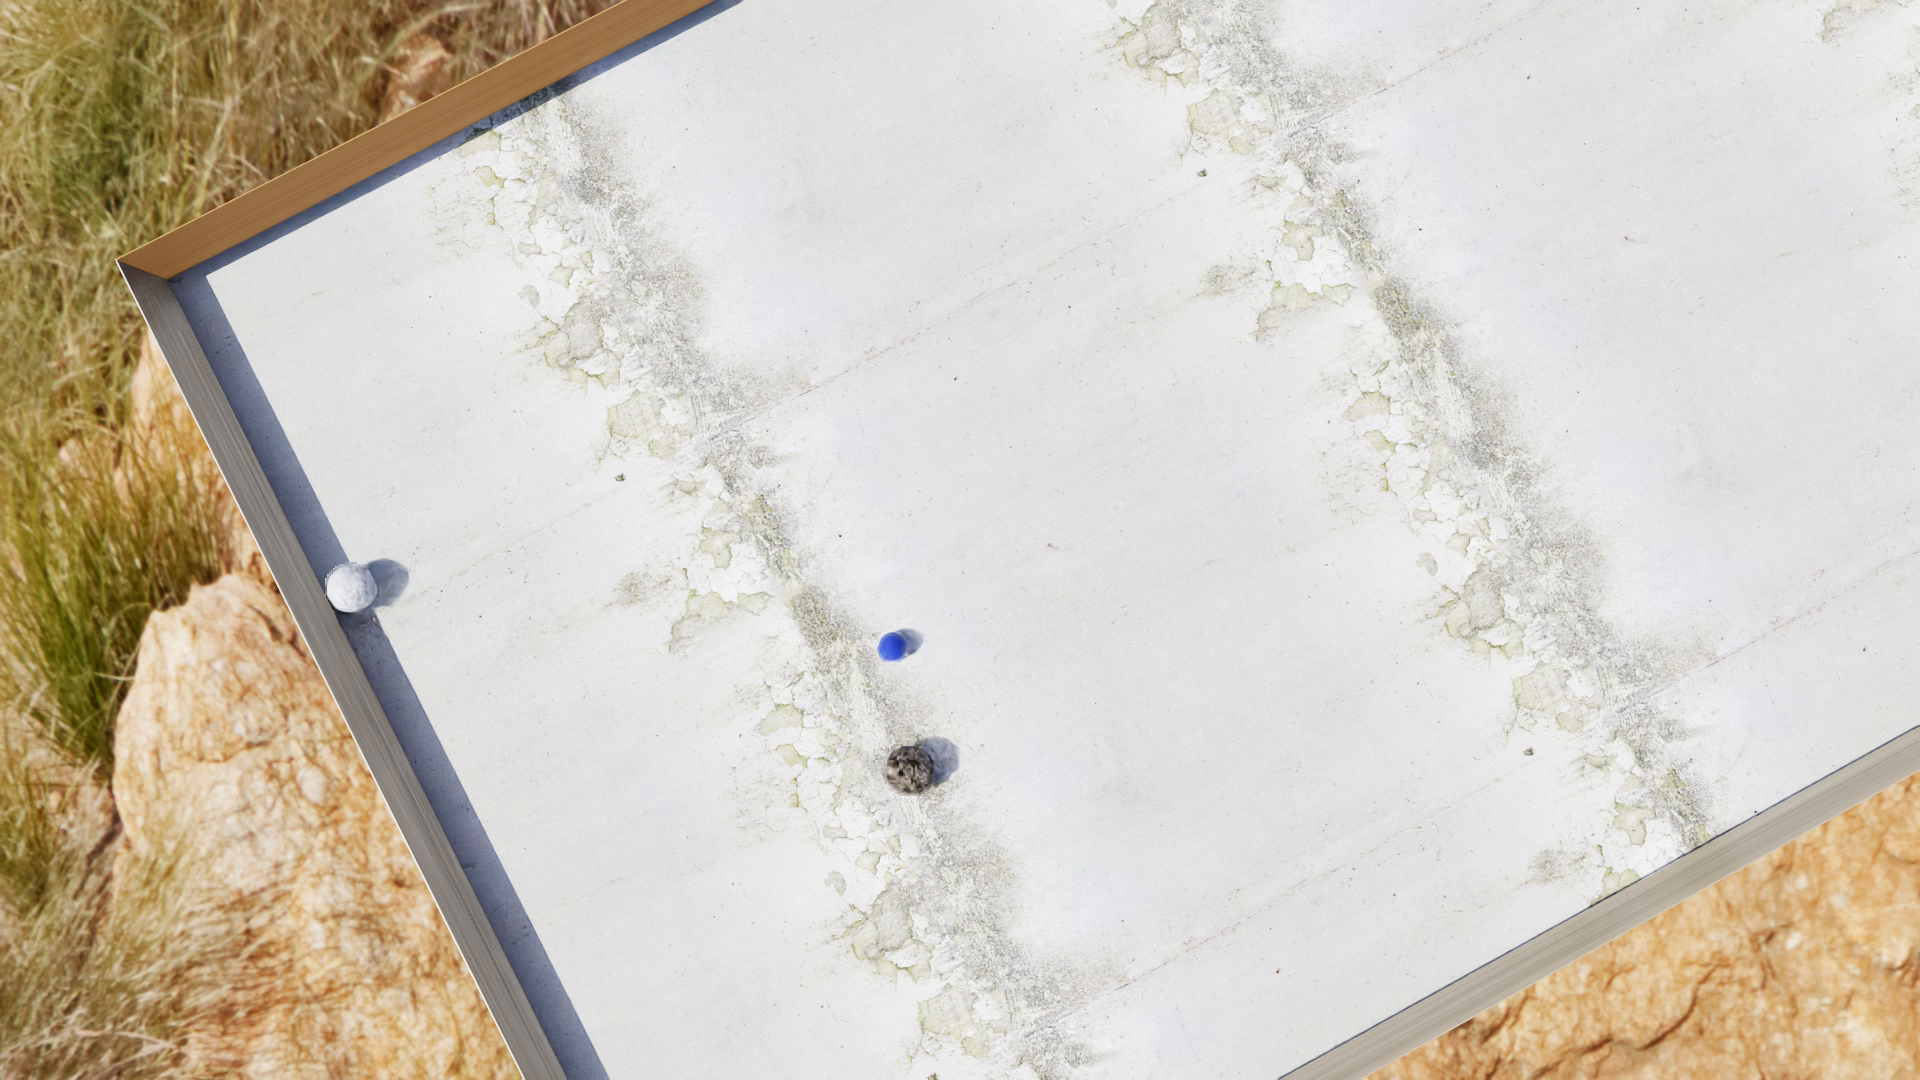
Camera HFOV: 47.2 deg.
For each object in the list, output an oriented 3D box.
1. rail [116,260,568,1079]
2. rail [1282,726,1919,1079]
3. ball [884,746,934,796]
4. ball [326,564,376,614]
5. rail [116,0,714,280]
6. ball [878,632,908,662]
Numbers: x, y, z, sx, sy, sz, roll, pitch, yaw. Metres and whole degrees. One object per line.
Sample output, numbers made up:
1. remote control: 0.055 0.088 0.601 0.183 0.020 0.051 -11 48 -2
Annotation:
1. rail: -0.781 0.412 3.195 0.045 0.094 1.903 -28 84 -3
2. rail: 1.240 0.384 3.198 3.638 0.094 0.045 -28 84 -3
3. ball: -0.074 0.337 3.216 0.072 0.072 0.072 0 83 0
4. ball: -0.899 0.072 3.250 0.071 0.071 0.071 0 83 0
5. rail: 0.365 -1.240 3.404 3.638 0.094 0.045 -28 84 -3
6. ball: -0.100 0.157 3.253 0.044 0.044 0.044 0 83 0
